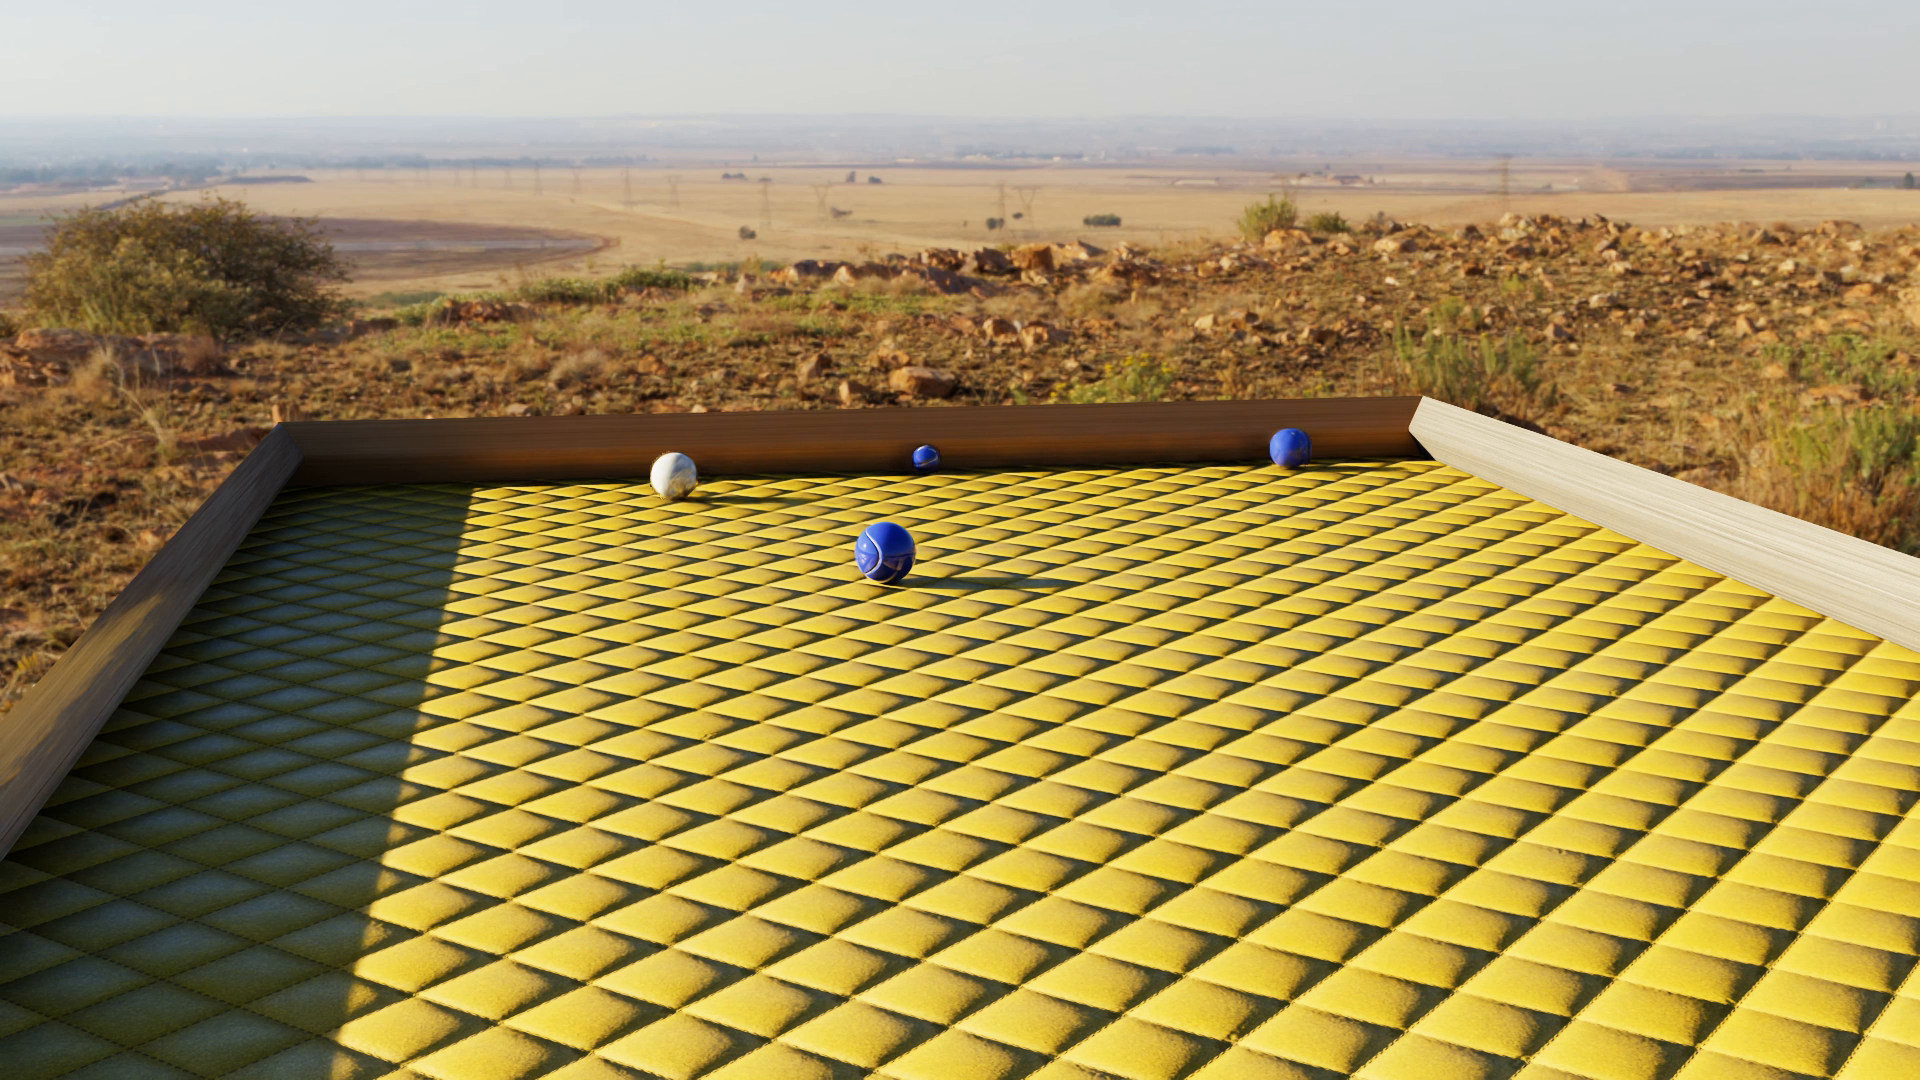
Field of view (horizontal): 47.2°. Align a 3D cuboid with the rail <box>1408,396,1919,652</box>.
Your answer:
[{"bbox_3d":[1.147,0.108,2.462,0.045,0.110,3.457,-2,11,-10],"label":"rail"}]

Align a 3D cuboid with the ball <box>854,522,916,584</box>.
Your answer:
[{"bbox_3d":[-0.102,0.017,3.004,0.085,0.085,0.085,0,11,0],"label":"ball"}]

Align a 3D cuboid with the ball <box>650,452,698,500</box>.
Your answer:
[{"bbox_3d":[-0.474,-0.106,3.657,0.078,0.078,0.078,0,11,0],"label":"ball"}]

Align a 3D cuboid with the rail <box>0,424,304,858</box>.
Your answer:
[{"bbox_3d":[-0.847,0.175,2.117,0.045,0.110,3.457,-2,11,-10],"label":"rail"}]

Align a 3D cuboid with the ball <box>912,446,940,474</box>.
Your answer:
[{"bbox_3d":[-0.062,-0.144,3.926,0.050,0.050,0.050,0,11,0],"label":"ball"}]

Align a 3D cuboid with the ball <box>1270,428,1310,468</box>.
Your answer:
[{"bbox_3d":[0.596,-0.165,3.975,0.074,0.074,0.074,0,11,0],"label":"ball"}]

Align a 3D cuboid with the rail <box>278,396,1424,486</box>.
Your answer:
[{"bbox_3d":[-0.146,-0.178,3.937,2.073,0.110,0.045,-2,11,-10],"label":"rail"}]
